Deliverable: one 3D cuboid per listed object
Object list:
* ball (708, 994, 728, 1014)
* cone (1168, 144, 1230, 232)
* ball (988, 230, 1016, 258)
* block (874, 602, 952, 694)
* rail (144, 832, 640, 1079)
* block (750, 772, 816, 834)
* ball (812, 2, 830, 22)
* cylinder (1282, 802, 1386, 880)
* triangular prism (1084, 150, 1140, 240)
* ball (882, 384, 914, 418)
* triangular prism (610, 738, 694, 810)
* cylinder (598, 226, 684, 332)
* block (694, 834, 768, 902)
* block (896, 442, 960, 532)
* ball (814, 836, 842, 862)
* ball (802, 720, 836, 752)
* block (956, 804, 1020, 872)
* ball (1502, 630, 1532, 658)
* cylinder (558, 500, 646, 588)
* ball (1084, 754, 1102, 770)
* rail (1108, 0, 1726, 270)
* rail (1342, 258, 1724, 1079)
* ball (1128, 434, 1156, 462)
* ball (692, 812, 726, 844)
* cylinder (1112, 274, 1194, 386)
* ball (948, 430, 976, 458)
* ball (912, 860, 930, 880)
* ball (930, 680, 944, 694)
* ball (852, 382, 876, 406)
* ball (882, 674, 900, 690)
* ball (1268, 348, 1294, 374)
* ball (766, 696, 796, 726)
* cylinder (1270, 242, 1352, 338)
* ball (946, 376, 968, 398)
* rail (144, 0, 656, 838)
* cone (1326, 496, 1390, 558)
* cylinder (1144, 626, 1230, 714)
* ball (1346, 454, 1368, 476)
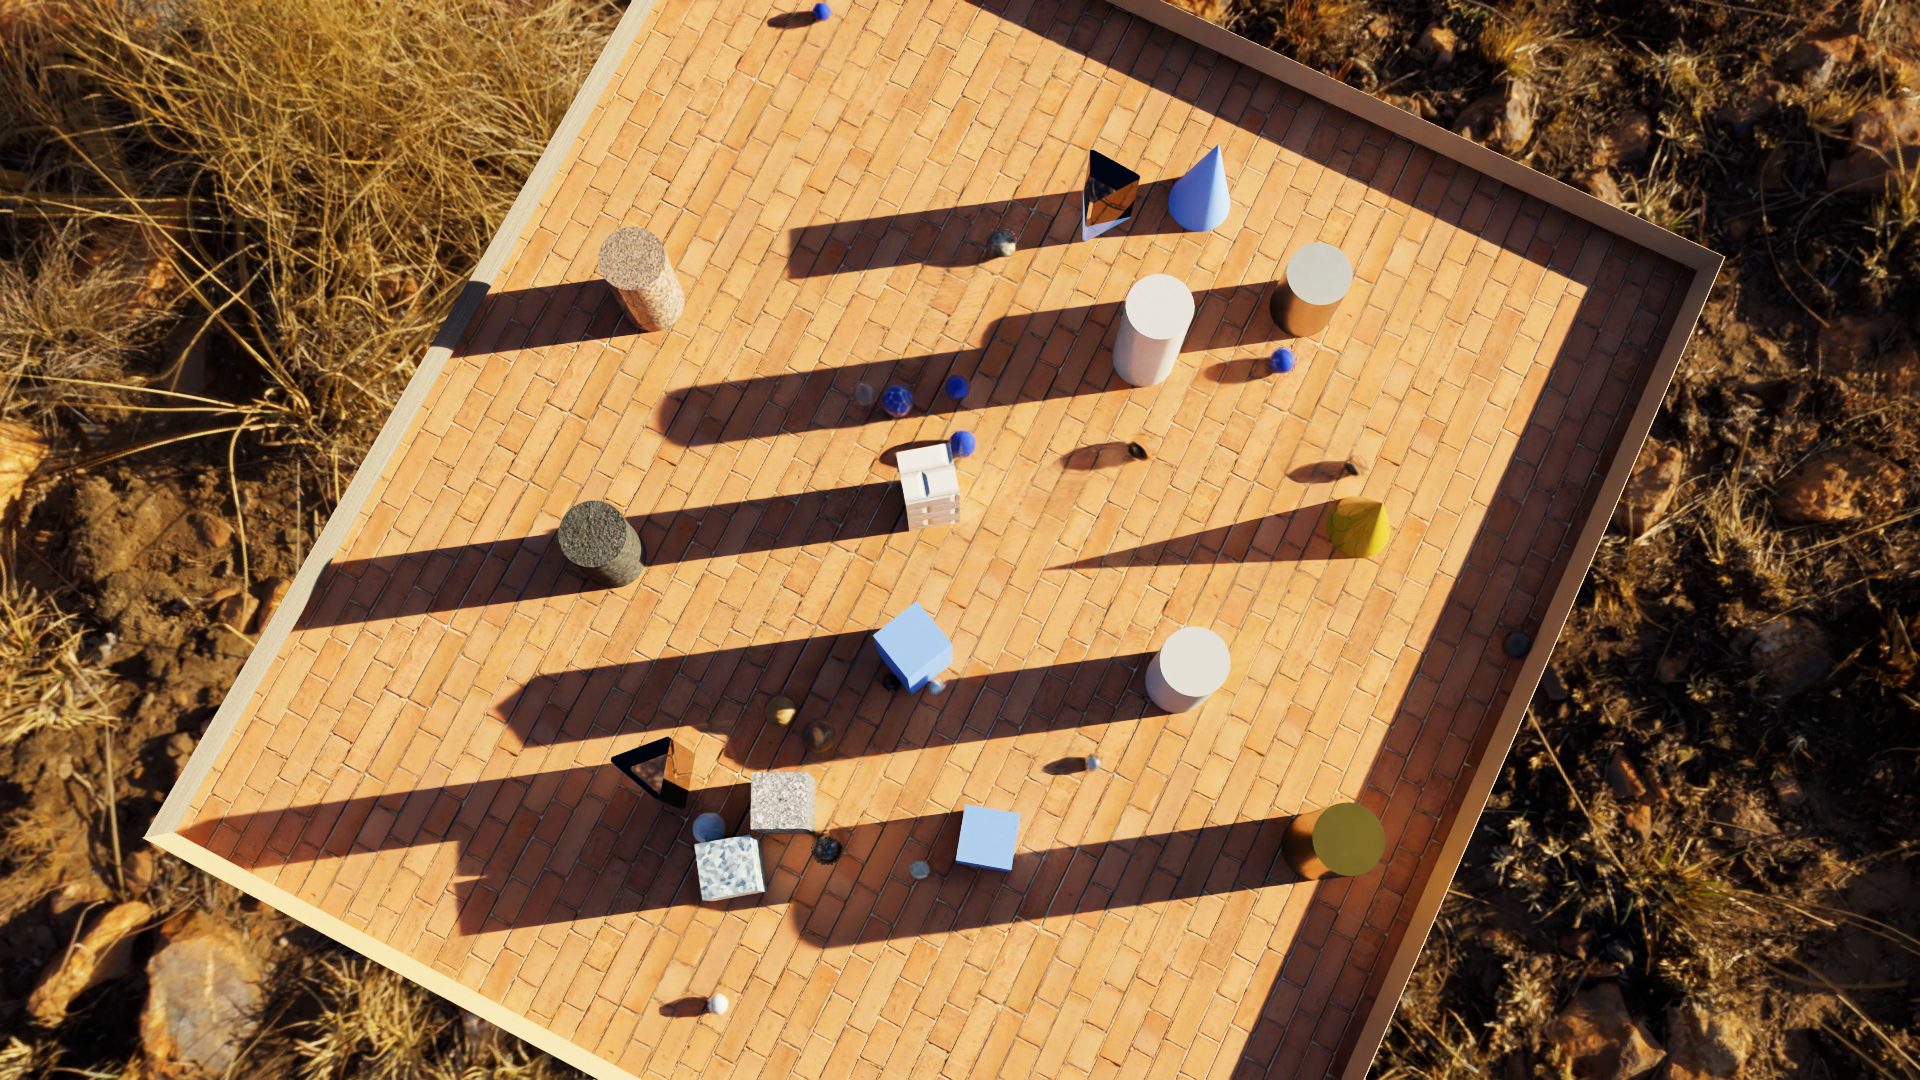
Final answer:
[{"bbox_3d":[-0.702,1.343,5.309,0.058,0.058,0.058,0,78,0],"label":"ball"},{"bbox_3d":[0.762,-1.121,5.616,0.197,0.456,0.197,0,78,0],"label":"cone"},{"bbox_3d":[0.133,-0.929,5.766,0.085,0.085,0.085,0,78,0],"label":"ball"},{"bbox_3d":[-0.134,0.320,5.351,0.158,0.391,0.158,-38,81,-7],"label":"block"},{"bbox_3d":[-0.818,1.609,5.217,3.439,0.128,0.045,26,80,5],"label":"rail"},{"bbox_3d":[-0.509,0.763,5.303,0.158,0.304,0.158,0,78,0],"label":"block"},{"bbox_3d":[-0.449,-1.712,5.940,0.061,0.061,0.061,0,78,0],"label":"ball"},{"bbox_3d":[1.051,0.857,5.189,0.197,0.489,0.197,0,78,0],"label":"cylinder"},{"bbox_3d":[0.433,-1.085,5.680,0.171,0.316,0.148,-29,80,-6],"label":"triangular prism"},{"bbox_3d":[-0.192,-0.429,5.655,0.099,0.099,0.099,0,78,0],"label":"ball"},{"bbox_3d":[-0.841,0.644,5.239,0.171,0.479,0.148,39,81,7],"label":"triangular prism"},{"bbox_3d":[-0.966,-0.789,5.580,0.197,0.391,0.197,0,78,0],"label":"cylinder"},{"bbox_3d":[-0.660,0.949,5.292,0.158,0.251,0.158,-10,78,-2],"label":"block"},{"bbox_3d":[-0.092,-0.154,5.461,0.158,0.367,0.158,-11,79,-2],"label":"block"},{"bbox_3d":[-0.389,0.908,5.388,0.080,0.080,0.080,0,78,0],"label":"ball"},{"bbox_3d":[-0.419,0.584,5.446,0.097,0.097,0.097,0,78,0],"label":"ball"},{"bbox_3d":[0.079,0.864,5.294,0.158,0.281,0.158,9,78,2],"label":"block"},{"bbox_3d":[1.674,0.314,5.509,0.084,0.084,0.084,0,78,0],"label":"ball"},{"bbox_3d":[-1.057,0.016,5.439,0.197,0.341,0.197,0,78,0],"label":"cylinder"},{"bbox_3d":[0.395,0.662,5.454,0.050,0.050,0.050,0,78,0],"label":"ball"},{"bbox_3d":[0.818,-1.596,5.880,3.439,0.128,0.045,26,80,5],"label":"rail"},{"bbox_3d":[1.517,0.749,5.395,0.045,0.128,3.707,26,80,5],"label":"rail"},{"bbox_3d":[0.561,-0.284,5.633,0.084,0.084,0.084,0,78,0],"label":"ball"},{"bbox_3d":[-0.737,0.850,5.391,0.098,0.098,0.098,0,78,0],"label":"ball"},{"bbox_3d":[0.575,-0.622,5.501,0.197,0.479,0.197,0,78,0],"label":"cylinder"},{"bbox_3d":[0.007,-0.294,5.633,0.086,0.086,0.086,0,78,0],"label":"ball"},{"bbox_3d":[-0.117,0.971,5.388,0.053,0.053,0.053,0,78,0],"label":"ball"},{"bbox_3d":[-0.069,0.441,5.502,0.045,0.045,0.045,0,78,0],"label":"ball"},{"bbox_3d":[-0.296,-0.450,5.672,0.075,0.075,0.075,0,78,0],"label":"ball"},{"bbox_3d":[-0.208,0.428,5.502,0.050,0.050,0.050,0,78,0],"label":"ball"},{"bbox_3d":[0.999,-0.554,5.691,0.079,0.079,0.079,0,78,0],"label":"ball"},{"bbox_3d":[-0.532,0.509,5.465,0.091,0.091,0.091,0,78,0],"label":"ball"},{"bbox_3d":[1.073,-0.764,5.618,0.197,0.307,0.197,0,78,0],"label":"cylinder"},{"bbox_3d":[-0.009,-0.474,5.678,0.073,0.073,0.073,0,78,0],"label":"ball"},{"bbox_3d":[-1.517,-0.736,5.702,0.045,0.128,3.707,26,80,5],"label":"rail"},{"bbox_3d":[1.222,-0.074,5.462,0.197,0.333,0.197,0,78,0],"label":"cone"},{"bbox_3d":[0.656,0.382,5.321,0.197,0.423,0.197,0,78,0],"label":"cylinder"},{"bbox_3d":[1.218,-0.228,5.629,0.068,0.068,0.068,0,78,0],"label":"ball"}]
